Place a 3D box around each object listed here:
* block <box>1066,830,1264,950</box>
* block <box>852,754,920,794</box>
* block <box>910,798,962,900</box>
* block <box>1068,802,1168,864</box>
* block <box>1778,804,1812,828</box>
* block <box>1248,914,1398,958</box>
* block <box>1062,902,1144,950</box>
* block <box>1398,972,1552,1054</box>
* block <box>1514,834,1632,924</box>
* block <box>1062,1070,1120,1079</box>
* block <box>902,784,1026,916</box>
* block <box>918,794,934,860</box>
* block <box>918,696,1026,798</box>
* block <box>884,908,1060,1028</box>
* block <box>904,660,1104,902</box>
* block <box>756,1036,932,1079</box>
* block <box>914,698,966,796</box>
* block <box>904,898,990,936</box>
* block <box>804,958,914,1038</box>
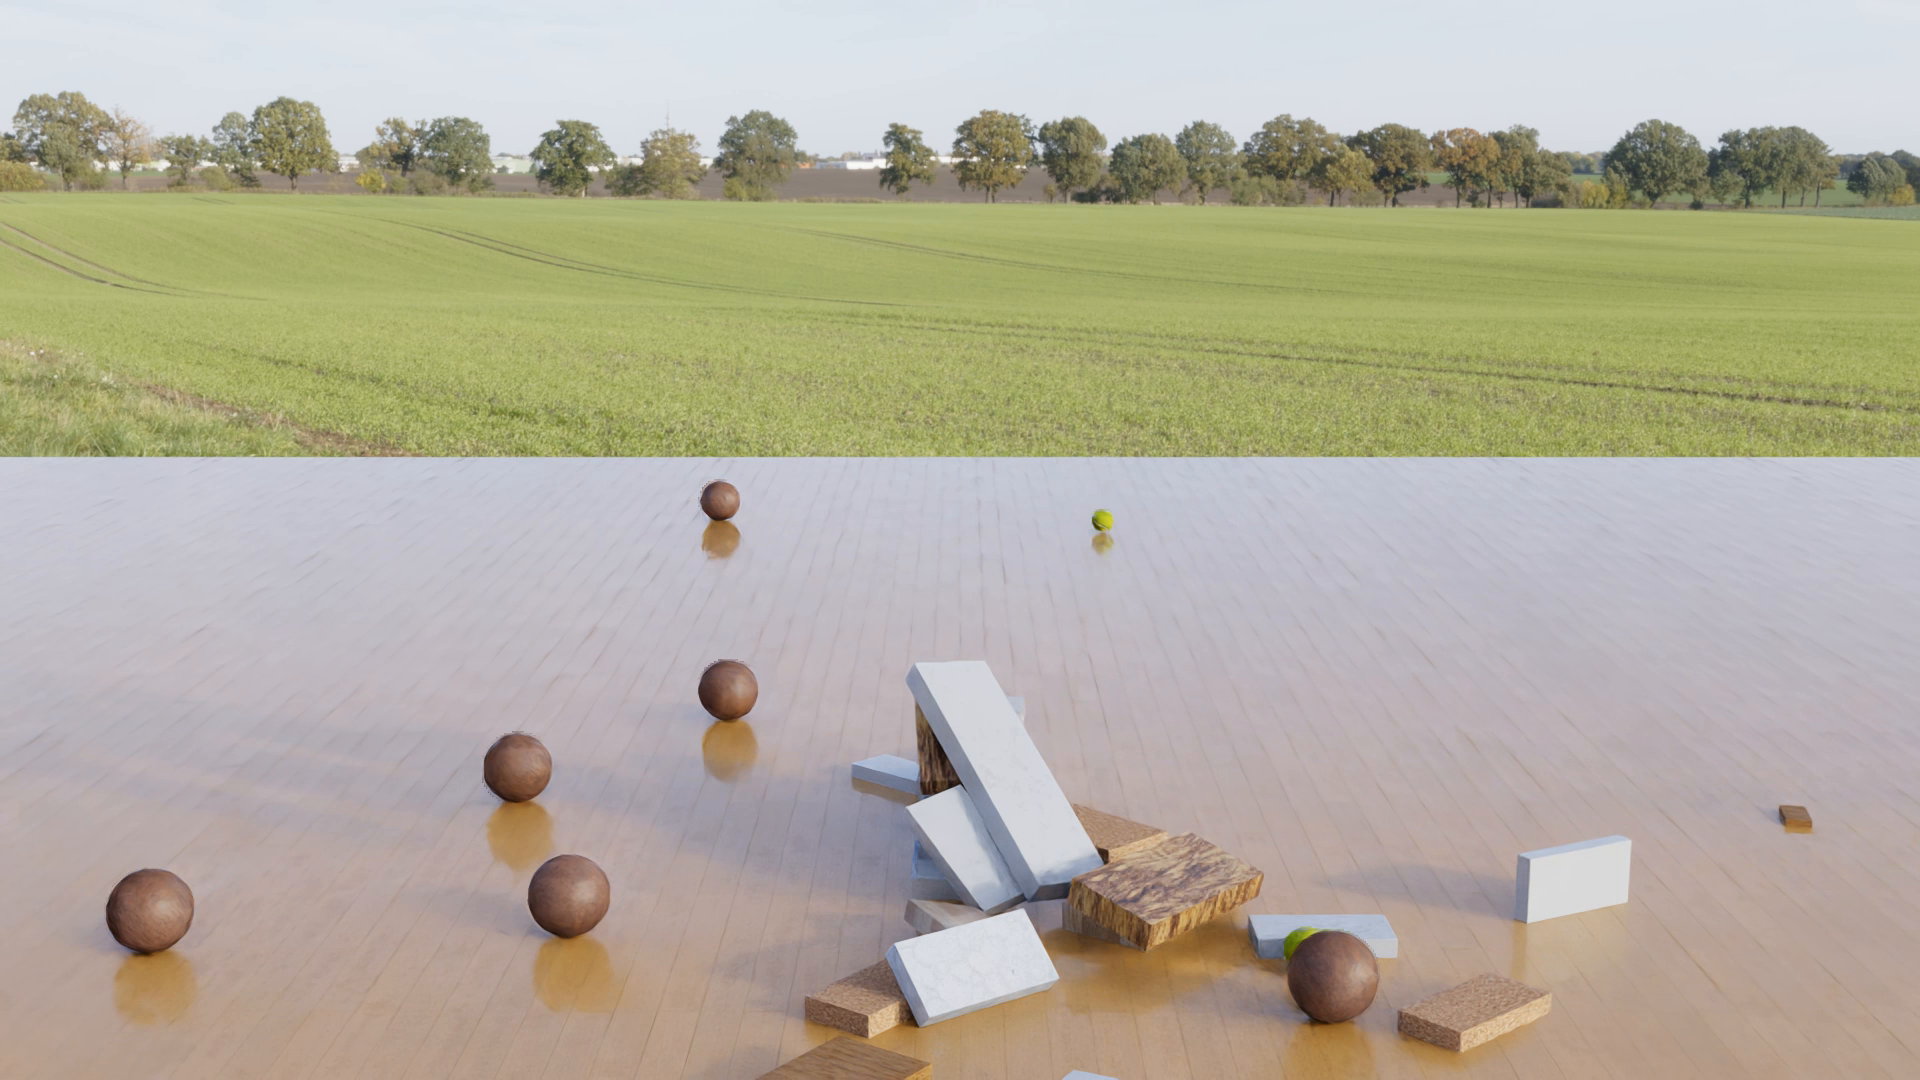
[{"bbox_3d":[0.330,0.552,3.492,0.157,0.044,0.313,26,24,35],"label":"block"},{"bbox_3d":[-0.113,0.459,4.303,0.187,0.027,0.094,10,14,42],"label":"block"},{"bbox_3d":[0.000,0.511,3.761,0.149,0.042,0.298,0,26,3],"label":"block"},{"bbox_3d":[0.205,0.522,3.919,0.151,0.043,0.302,-10,14,-43],"label":"block"},{"bbox_3d":[1.544,0.510,4.063,0.045,0.013,0.090,2,11,12],"label":"block"},{"bbox_3d":[0.565,0.618,3.433,0.215,0.030,0.108,0,11,-1],"label":"block"},{"bbox_3d":[0.316,0.586,3.574,0.151,0.043,0.302,8,13,37],"label":"block"},{"bbox_3d":[0.735,0.673,3.139,0.215,0.030,0.108,-9,14,-40],"label":"block"},{"bbox_3d":[0.999,0.551,3.582,0.215,0.108,0.030,-5,12,-27],"label":"block"},{"bbox_3d":[0.147,0.746,2.707,0.157,0.044,0.313,5,12,27],"label":"block"},{"bbox_3d":[0.016,0.512,3.607,0.113,0.032,0.226,-19,56,-33],"label":"block"},{"bbox_3d":[-0.005,0.450,3.742,0.113,0.032,0.226,1,40,5],"label":"block"},{"bbox_3d":[0.023,0.370,3.949,0.149,0.042,0.298,3,27,8],"label":"block"},{"bbox_3d":[0.019,0.621,3.204,0.238,0.034,0.119,-8,58,-37],"label":"block"},{"bbox_3d":[0.077,0.398,3.711,0.151,0.043,0.491,1,43,-36],"label":"block"},{"bbox_3d":[-0.212,0.731,2.791,0.157,0.044,0.381,8,13,35],"label":"block"},{"bbox_3d":[-0.018,0.347,3.818,0.113,0.032,0.226,-4,39,-2],"label":"block"},{"bbox_3d":[0.014,0.607,3.380,0.119,0.034,0.239,11,3,-24],"label":"block"},{"bbox_3d":[-0.102,0.659,3.208,0.119,0.034,0.238,8,13,37],"label":"block"}]
